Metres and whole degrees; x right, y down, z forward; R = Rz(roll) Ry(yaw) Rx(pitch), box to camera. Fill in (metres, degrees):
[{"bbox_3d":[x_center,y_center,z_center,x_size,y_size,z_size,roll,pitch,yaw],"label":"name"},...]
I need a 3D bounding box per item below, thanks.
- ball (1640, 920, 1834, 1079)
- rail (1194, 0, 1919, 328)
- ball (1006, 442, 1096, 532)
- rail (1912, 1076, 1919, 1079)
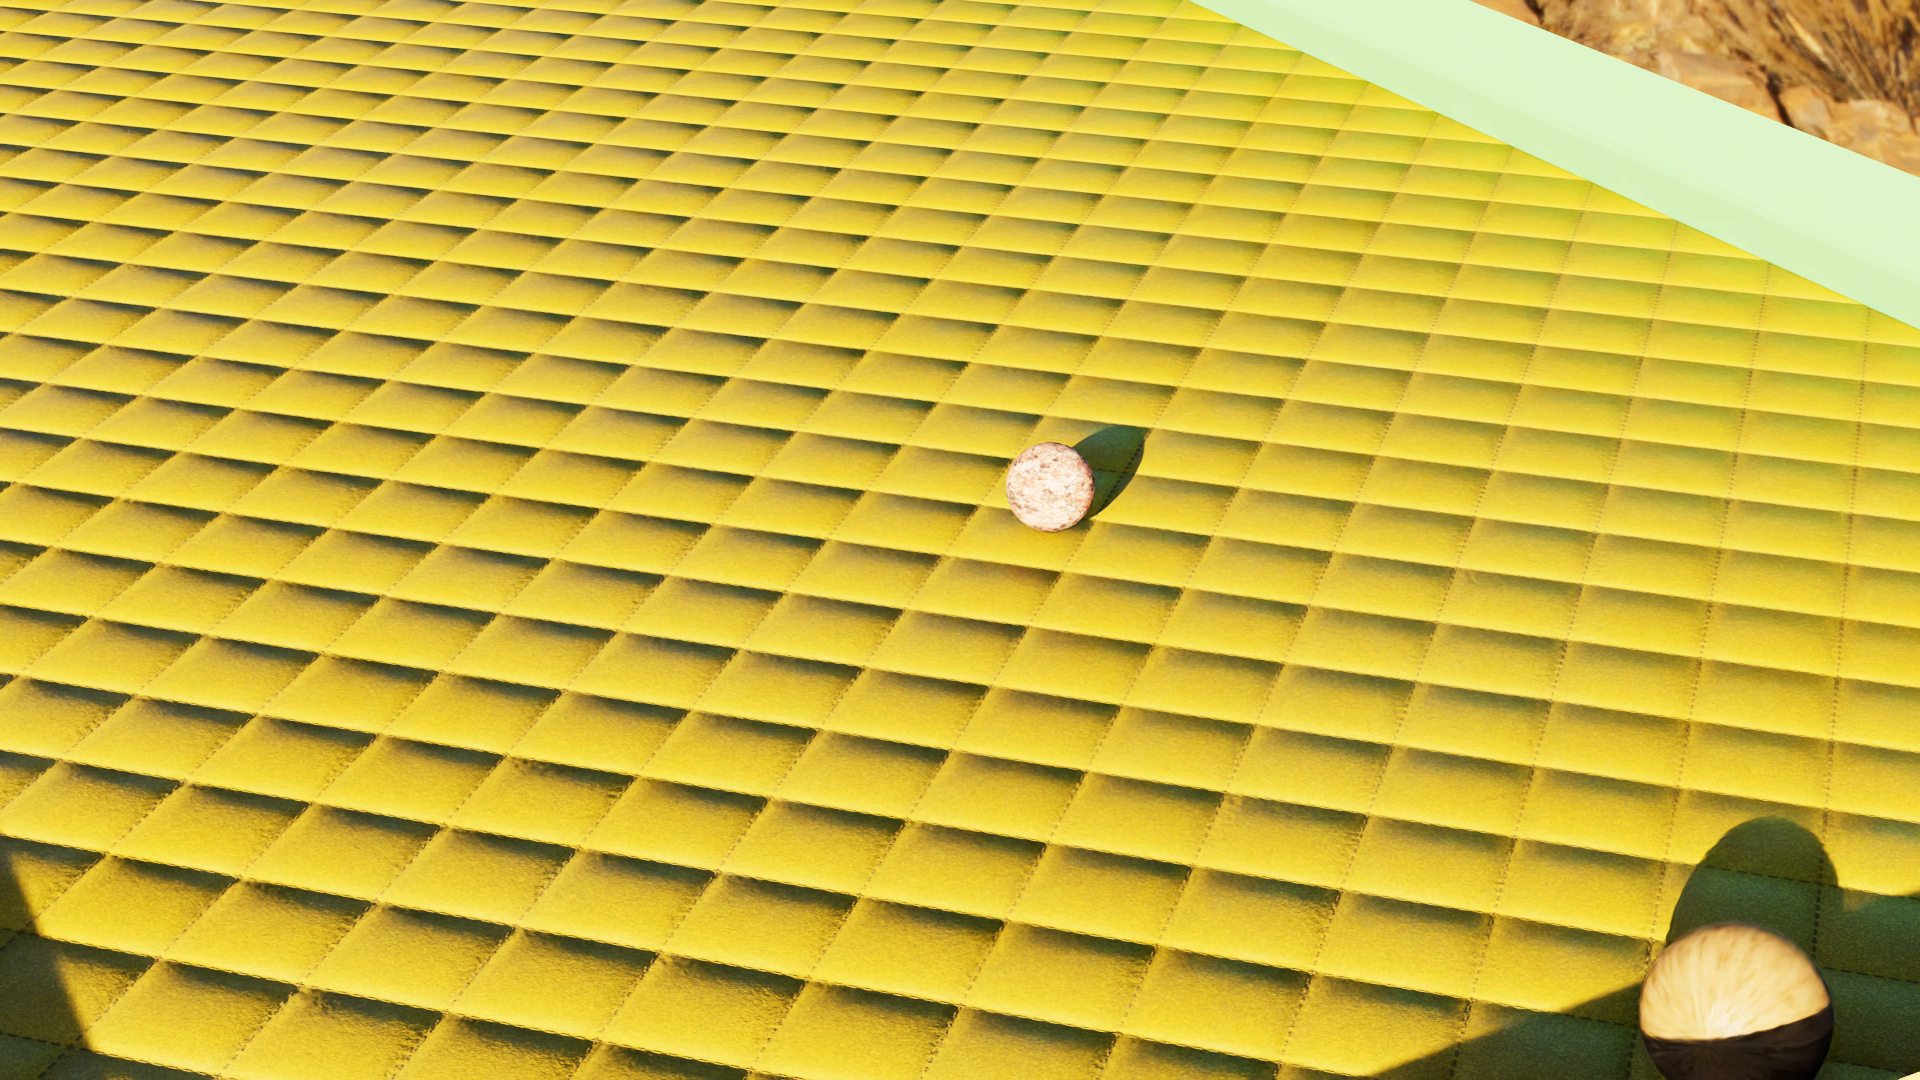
[{"bbox_3d":[0.398,0.244,1.510,0.097,0.097,0.097,0,26,0],"label":"ball"},{"bbox_3d":[0.412,-0.548,3.118,0.045,0.126,3.477,-13,29,-25],"label":"rail"},{"bbox_3d":[0.066,-0.038,2.133,0.065,0.065,0.065,0,26,0],"label":"ball"},{"bbox_3d":[0.394,0.298,1.364,1.896,0.126,0.045,-13,29,-25],"label":"rail"}]
